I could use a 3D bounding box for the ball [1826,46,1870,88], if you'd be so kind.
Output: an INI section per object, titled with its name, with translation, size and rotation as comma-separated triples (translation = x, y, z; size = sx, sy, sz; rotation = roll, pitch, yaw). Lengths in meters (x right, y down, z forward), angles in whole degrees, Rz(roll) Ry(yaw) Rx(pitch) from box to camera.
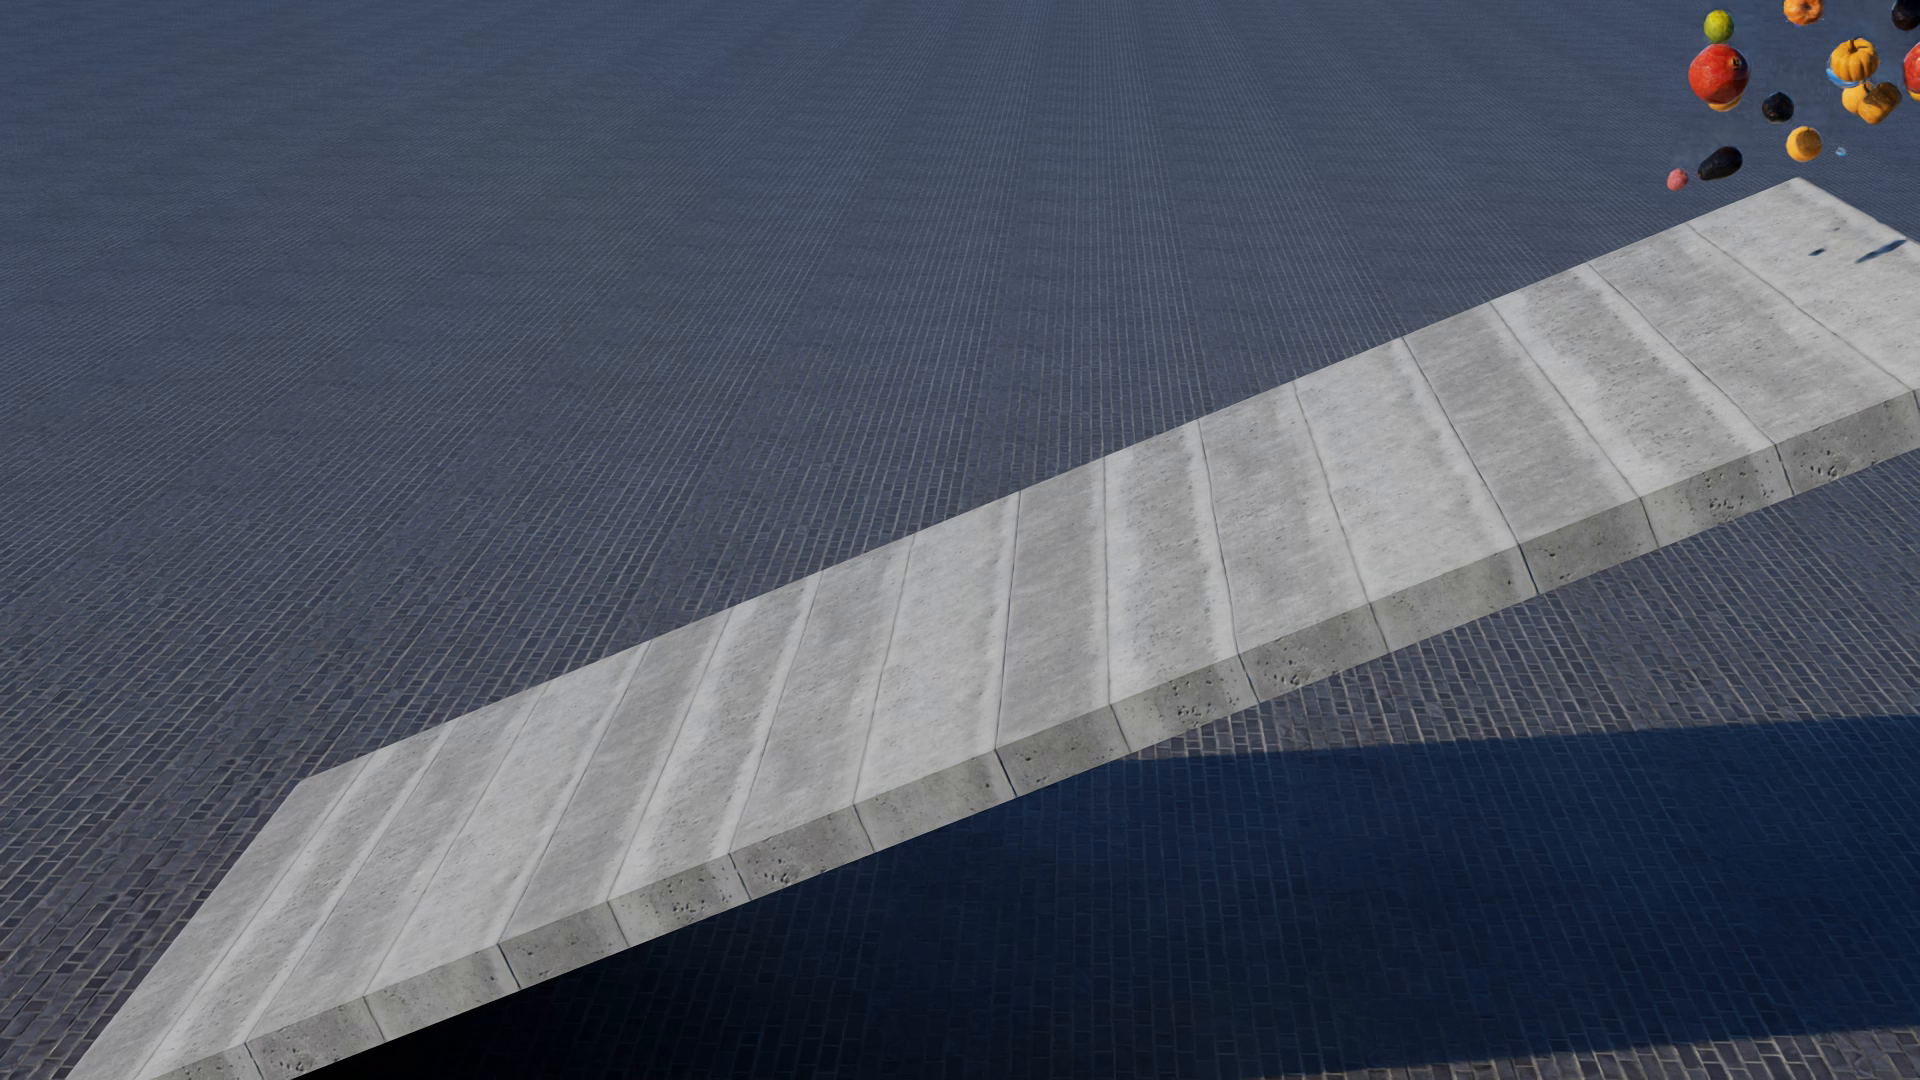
[ball]
translation = 1.781, -0.948, 5.900
size = 0.084, 0.084, 0.084
rotation = 0, 14, 0

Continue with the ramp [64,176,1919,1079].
[ramp]
translation = 0.128, 0.172, 6.287
size = 4.000, 0.100, 2.000
rotation = -22, 12, 8
